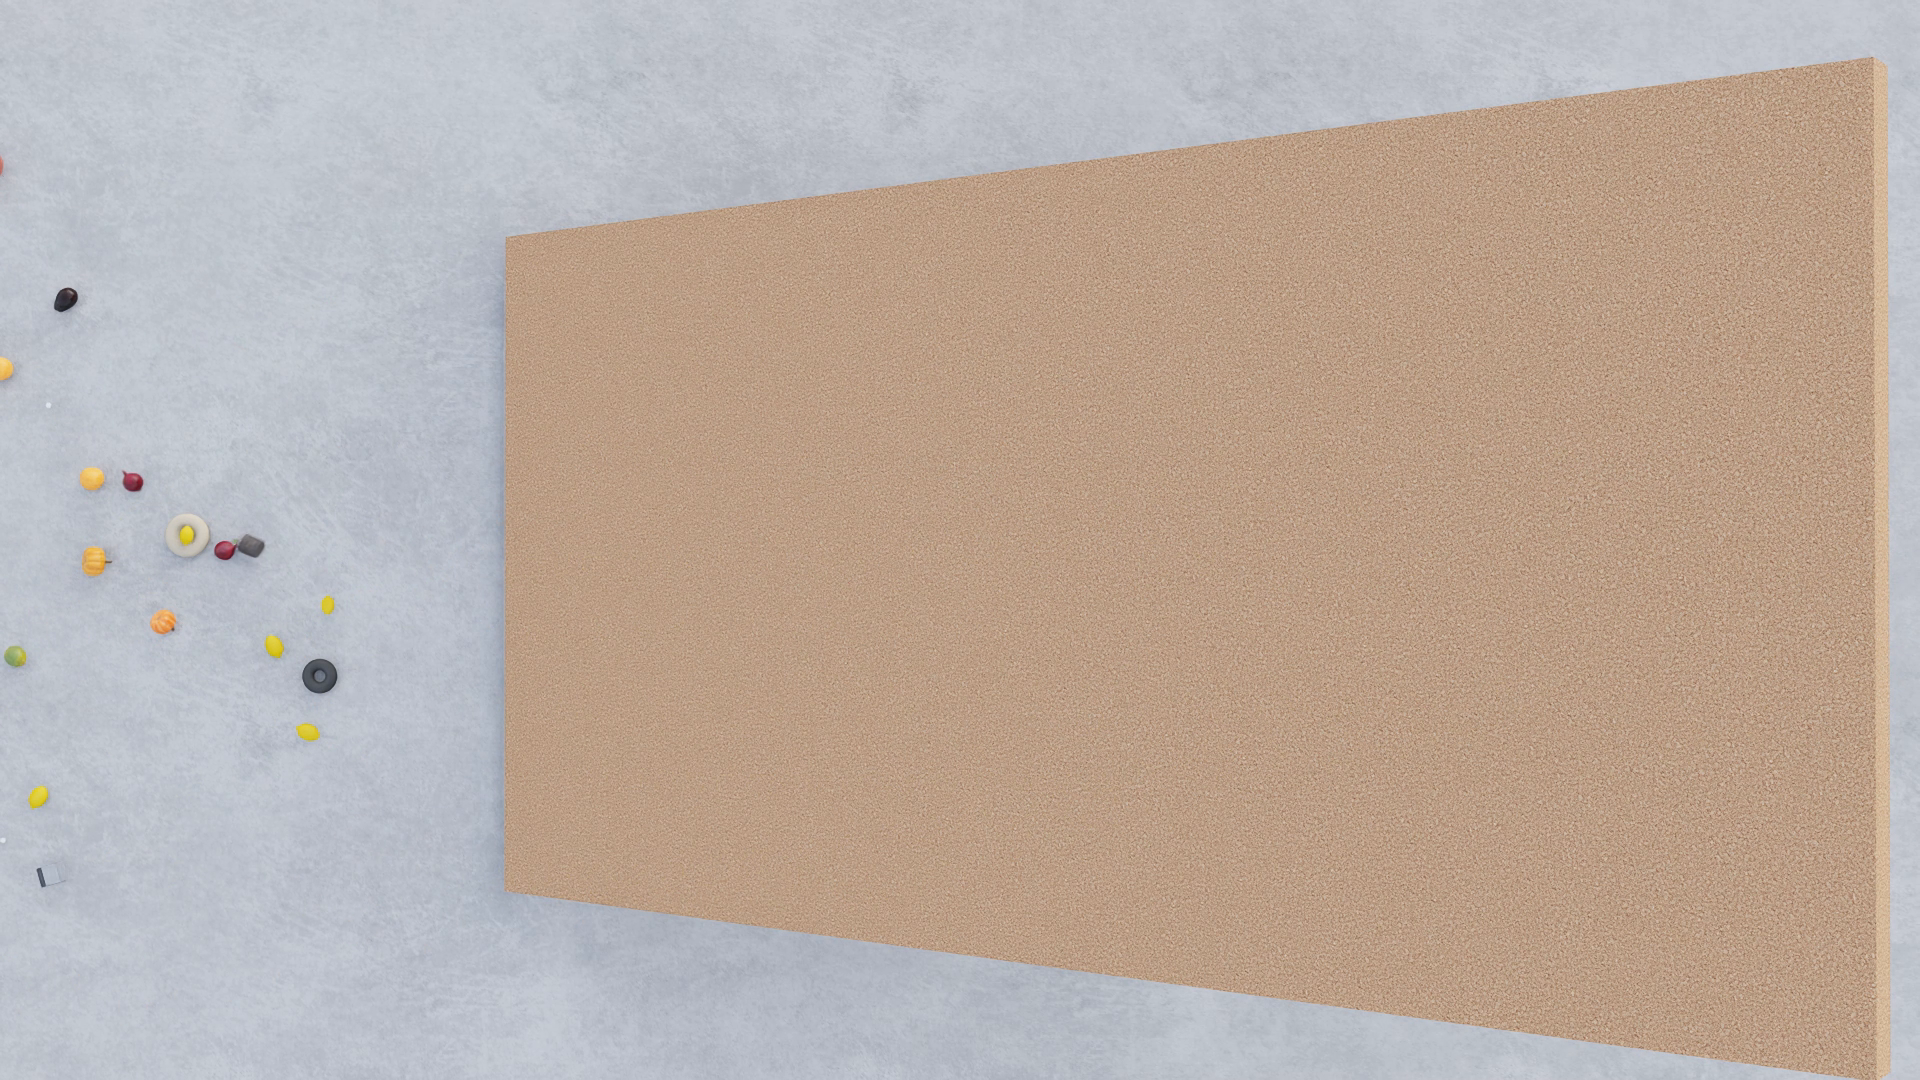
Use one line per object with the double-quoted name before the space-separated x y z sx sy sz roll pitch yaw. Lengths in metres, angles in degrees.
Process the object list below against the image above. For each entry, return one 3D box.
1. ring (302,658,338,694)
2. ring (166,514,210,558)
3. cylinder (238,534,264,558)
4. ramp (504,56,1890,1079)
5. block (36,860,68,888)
"ring" -1.974 0.420 6.781 0.108 0.036 0.108 0 89 1
"ring" -2.383 -0.014 6.780 0.136 0.045 0.136 0 90 -1
"cylinder" -2.184 0.021 6.773 0.057 0.057 0.057 25 90 -3
"ramp" 0.228 0.064 5.545 4.000 0.100 2.000 0 89 37
"block" -2.792 1.028 6.764 0.060 0.060 0.060 -16 90 0
